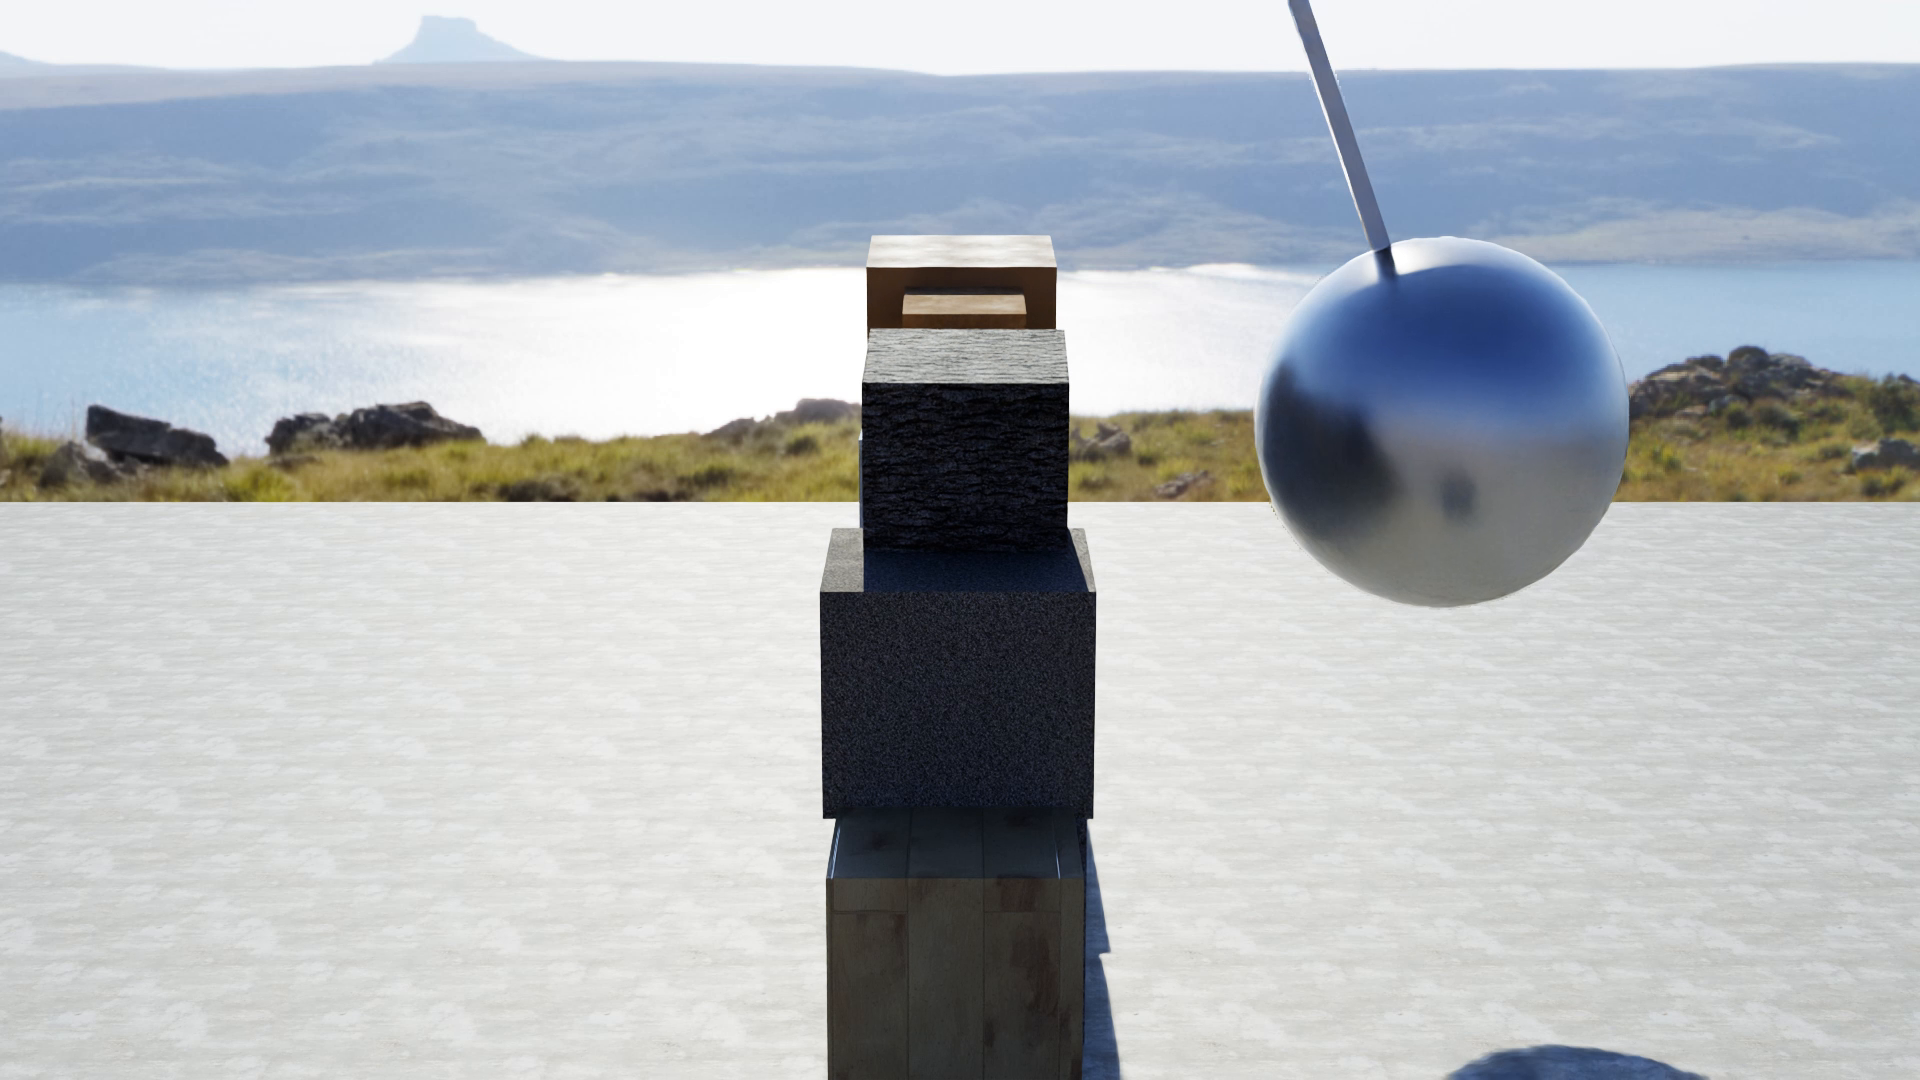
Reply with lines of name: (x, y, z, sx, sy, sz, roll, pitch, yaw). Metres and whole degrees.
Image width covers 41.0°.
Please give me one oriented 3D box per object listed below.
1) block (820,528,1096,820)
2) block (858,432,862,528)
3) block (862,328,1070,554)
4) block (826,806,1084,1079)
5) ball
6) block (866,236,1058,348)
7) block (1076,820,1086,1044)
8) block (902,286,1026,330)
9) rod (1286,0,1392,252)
block: (-0.007, 0.479, 9.574, 0.976, 0.849, 0.924, 0, 14, 0)
block: (-0.009, -0.133, 11.881, 0.880, 0.792, 0.873, 0, 10, 0)
block: (0.024, -0.387, 9.772, 0.758, 0.659, 0.741, 0, 20, 1)
block: (-0.017, 1.479, 8.889, 0.846, 0.909, 0.837, 0, 10, 0)
ball: (2.074, -0.506, 11.088, 1.600, 1.600, 1.600, 0, 10, 0)
block: (0.006, -0.975, 11.965, 0.852, 0.754, 0.873, 0, 16, 0)
block: (0.015, 1.349, 9.708, 0.881, 0.861, 0.807, 0, 11, 0)
block: (0.018, -0.742, 11.264, 0.526, 0.637, 0.575, 0, 17, 0)
rod: (0.899, -3.645, 10.518, 0.080, 5.200, 0.080, -20, 10, 4)
